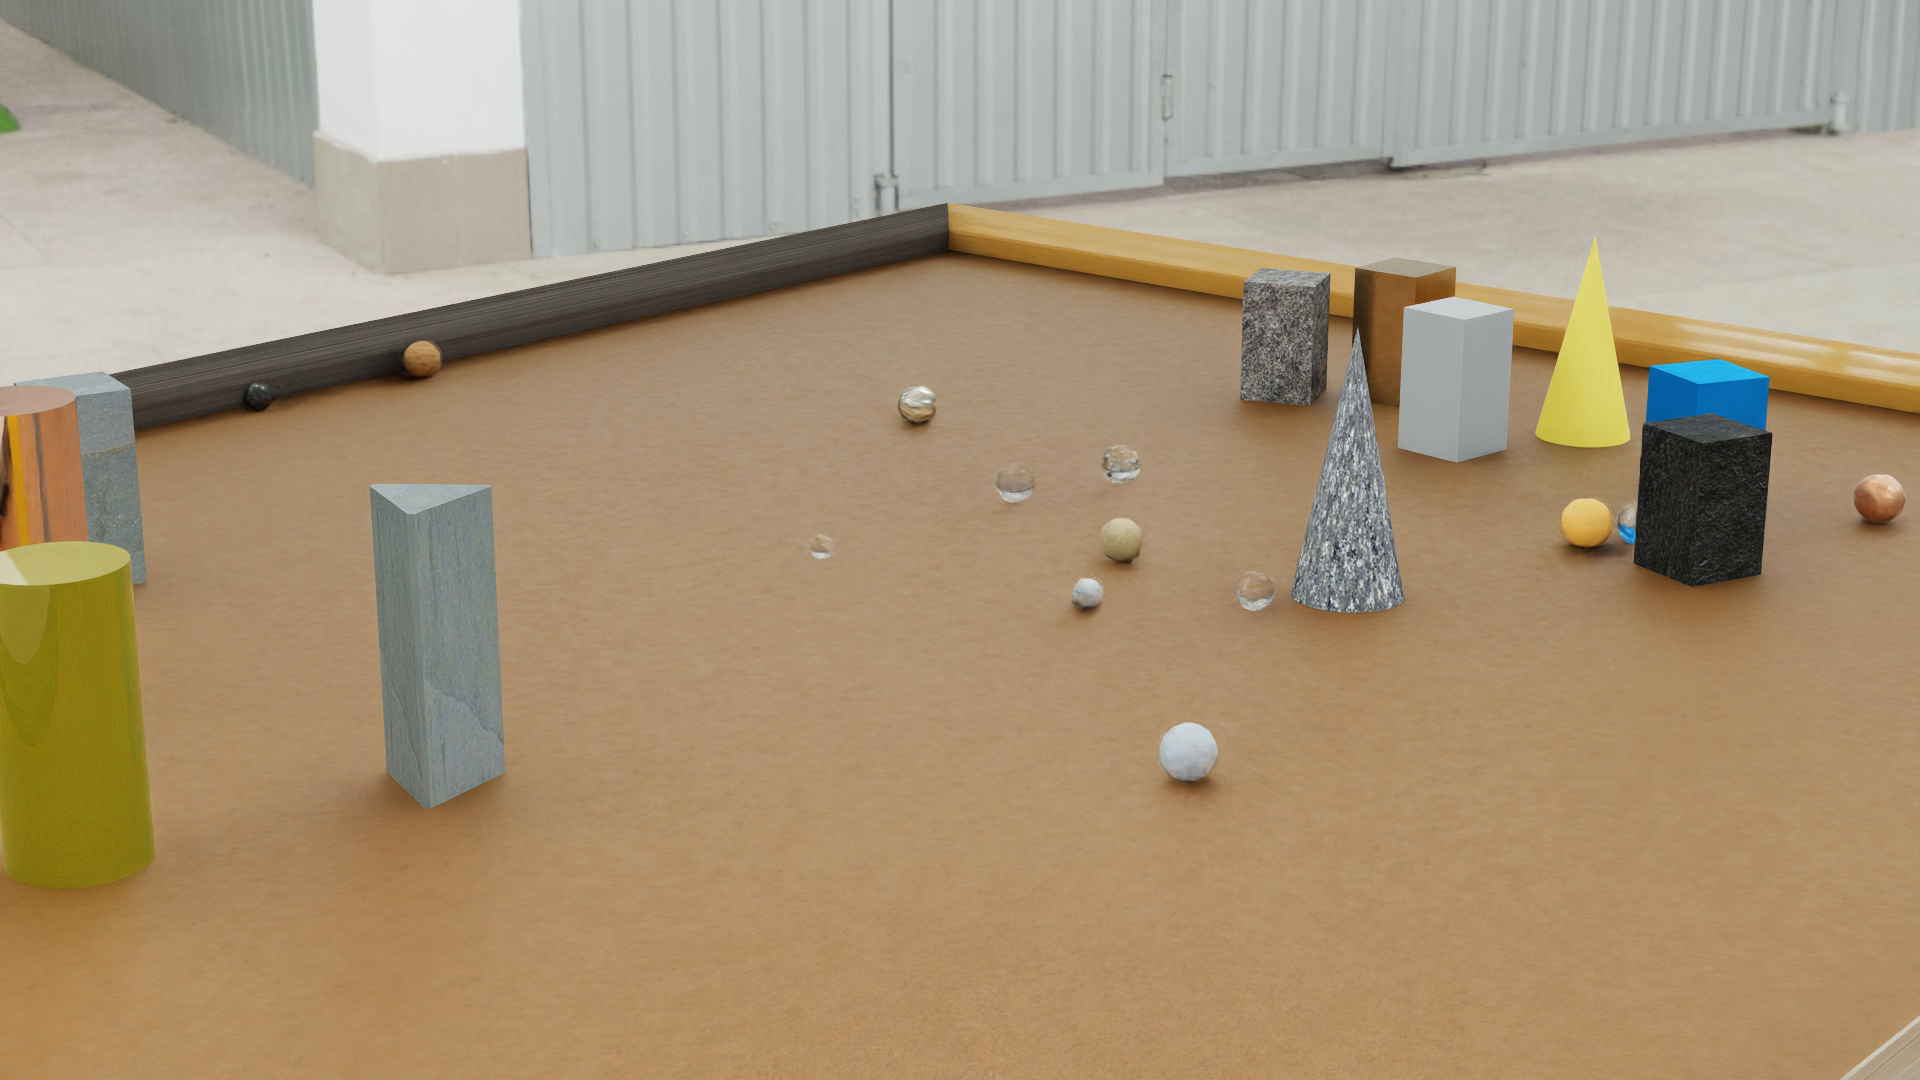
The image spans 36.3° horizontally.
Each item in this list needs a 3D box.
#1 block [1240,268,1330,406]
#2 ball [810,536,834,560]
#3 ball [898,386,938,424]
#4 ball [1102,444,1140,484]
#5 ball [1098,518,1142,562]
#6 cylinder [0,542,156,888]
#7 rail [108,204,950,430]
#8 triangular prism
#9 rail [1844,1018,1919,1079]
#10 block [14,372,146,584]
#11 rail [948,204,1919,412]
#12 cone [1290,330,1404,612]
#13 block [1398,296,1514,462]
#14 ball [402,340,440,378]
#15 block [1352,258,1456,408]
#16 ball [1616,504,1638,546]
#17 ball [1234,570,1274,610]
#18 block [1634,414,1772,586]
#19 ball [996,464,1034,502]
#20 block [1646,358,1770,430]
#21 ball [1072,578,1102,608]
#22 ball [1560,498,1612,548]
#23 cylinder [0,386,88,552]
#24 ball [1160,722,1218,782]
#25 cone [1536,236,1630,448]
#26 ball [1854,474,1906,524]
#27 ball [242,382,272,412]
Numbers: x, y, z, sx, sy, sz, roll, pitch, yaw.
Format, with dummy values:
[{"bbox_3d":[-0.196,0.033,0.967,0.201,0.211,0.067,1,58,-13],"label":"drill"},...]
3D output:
[{"bbox_3d":[0.720,-0.451,6.490,0.158,0.265,0.158,6,18,19],"label":"block"},{"bbox_3d":[-0.251,0.013,5.335,0.044,0.044,0.044,0,17,0],"label":"ball"},{"bbox_3d":[-0.090,-0.288,6.266,0.083,0.083,0.083,0,17,0],"label":"ball"},{"bbox_3d":[0.319,-0.150,5.815,0.079,0.079,0.079,0,17,0],"label":"ball"},{"bbox_3d":[0.292,-0.001,5.319,0.079,0.079,0.079,0,17,0],"label":"ball"},{"bbox_3d":[-1.201,0.233,3.942,0.198,0.425,0.198,0,17,0],"label":"cylinder"},{"bbox_3d":[-1.547,-0.355,6.406,0.045,0.129,4.670,14,22,39],"label":"rail"},{"bbox_3d":[-0.779,0.141,4.225,0.148,0.438,0.171,10,19,30],"label":"triangular prism"},{"bbox_3d":[1.547,0.420,3.833,0.045,0.129,4.670,14,22,39],"label":"rail"},{"bbox_3d":[-1.553,-0.101,5.175,0.158,0.353,0.158,-11,20,-31],"label":"block"},{"bbox_3d":[1.515,-0.471,6.791,4.146,0.129,0.045,14,22,39],"label":"rail"},{"bbox_3d":[0.678,-0.134,5.064,0.198,0.481,0.198,0,17,0],"label":"cone"},{"bbox_3d":[1.021,-0.332,6.040,0.158,0.297,0.158,-14,22,-39],"label":"block"},{"bbox_3d":[-1.224,-0.410,6.667,0.085,0.085,0.085,0,17,0],"label":"ball"},{"bbox_3d":[0.976,-0.456,6.460,0.158,0.293,0.158,15,22,40],"label":"block"},{"bbox_3d":[1.252,-0.028,5.411,0.079,0.079,0.079,0,17,0],"label":"ball"},{"bbox_3d":[0.506,0.087,5.045,0.069,0.069,0.069,0,17,0],"label":"ball"},{"bbox_3d":[1.327,-0.073,5.242,0.158,0.262,0.158,-9,19,-26],"label":"block"},{"bbox_3d":[0.107,-0.109,5.686,0.074,0.074,0.074,0,17,0],"label":"ball"},{"bbox_3d":[1.417,-0.186,5.587,0.158,0.279,0.158,-6,18,-20],"label":"block"},{"bbox_3d":[0.220,0.092,5.057,0.053,0.053,0.053,0,17,0],"label":"ball"},{"bbox_3d":[1.154,-0.032,5.398,0.093,0.093,0.093,0,17,0],"label":"ball"},{"bbox_3d":[-1.468,0.011,4.596,0.198,0.473,0.198,0,17,0],"label":"cylinder"},{"bbox_3d":[0.333,0.309,4.278,0.085,0.085,0.085,0,17,0],"label":"ball"},{"bbox_3d":[1.314,-0.426,6.126,0.198,0.428,0.198,0,17,0],"label":"cone"},{"bbox_3d":[1.741,-0.079,5.552,0.094,0.094,0.094,0,17,0],"label":"ball"},{"bbox_3d":[-1.529,-0.312,6.380,0.062,0.062,0.062,0,17,0],"label":"ball"}]
